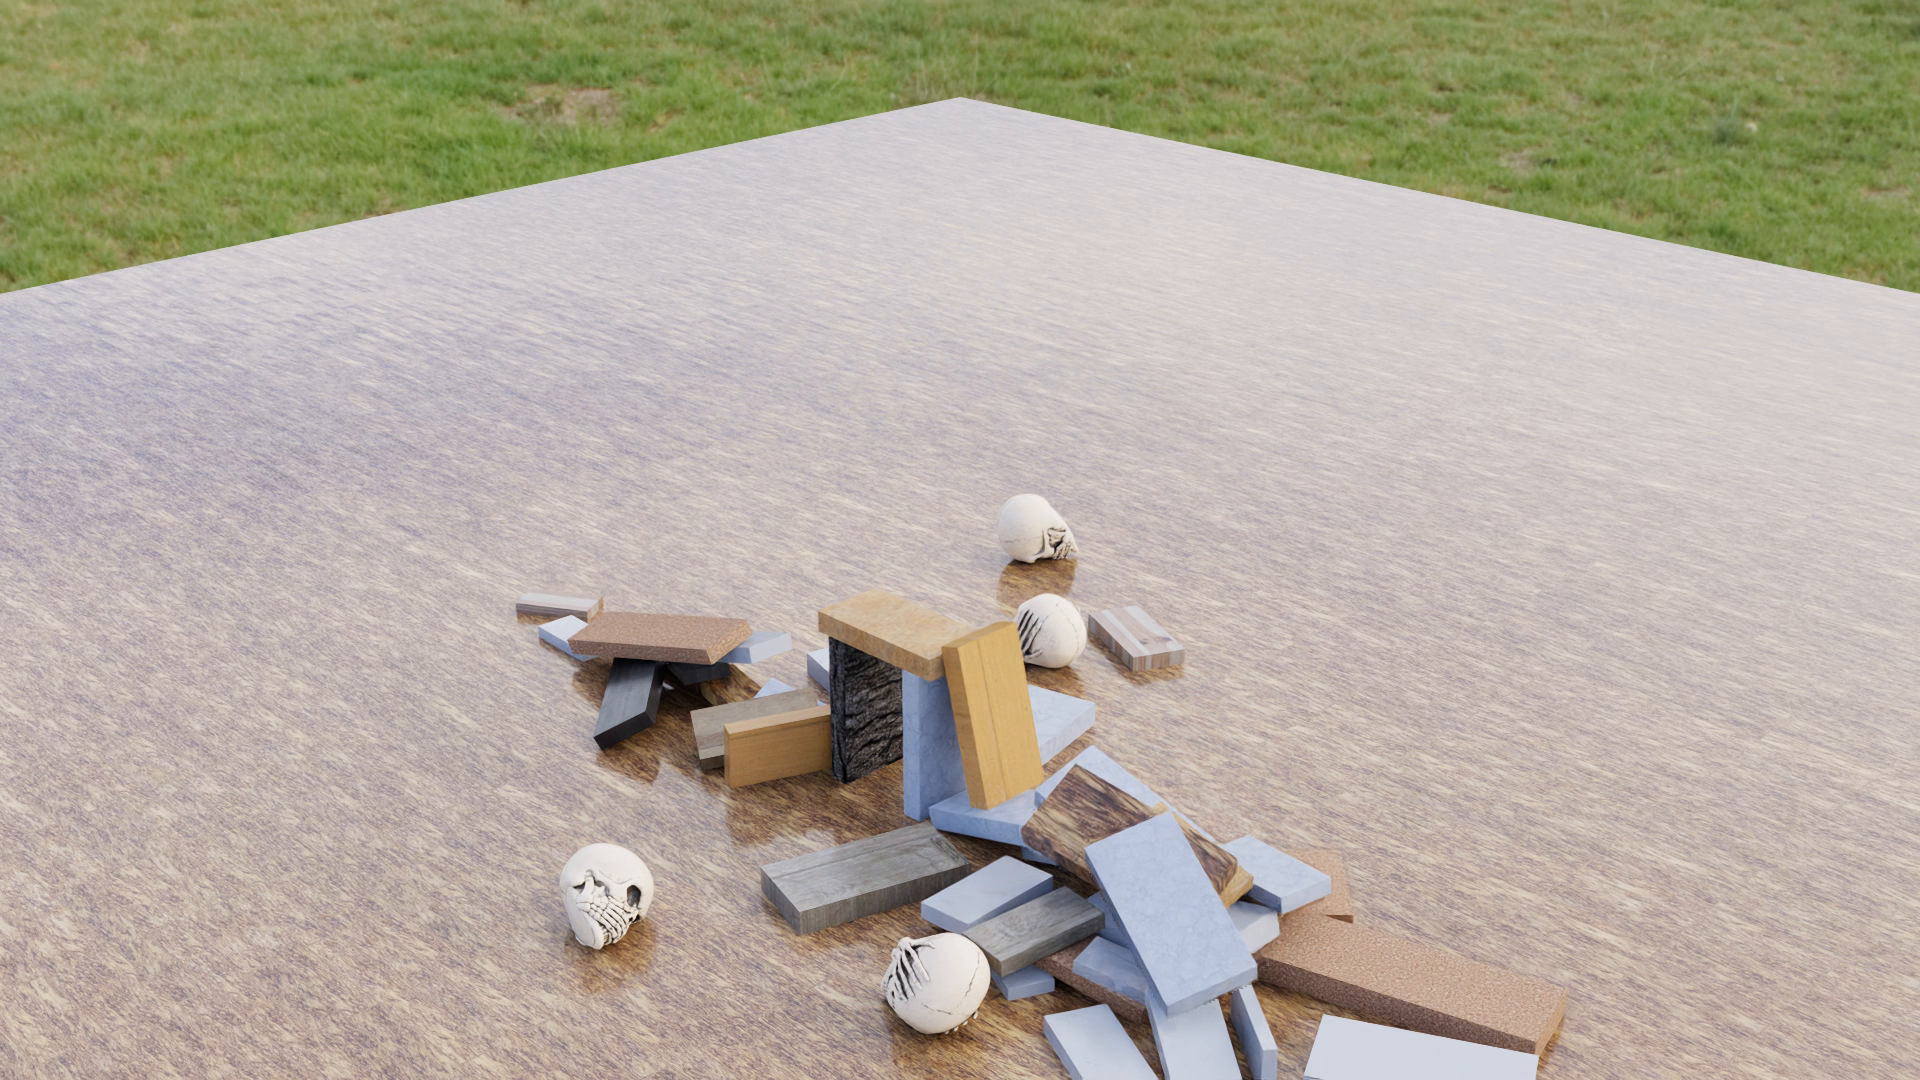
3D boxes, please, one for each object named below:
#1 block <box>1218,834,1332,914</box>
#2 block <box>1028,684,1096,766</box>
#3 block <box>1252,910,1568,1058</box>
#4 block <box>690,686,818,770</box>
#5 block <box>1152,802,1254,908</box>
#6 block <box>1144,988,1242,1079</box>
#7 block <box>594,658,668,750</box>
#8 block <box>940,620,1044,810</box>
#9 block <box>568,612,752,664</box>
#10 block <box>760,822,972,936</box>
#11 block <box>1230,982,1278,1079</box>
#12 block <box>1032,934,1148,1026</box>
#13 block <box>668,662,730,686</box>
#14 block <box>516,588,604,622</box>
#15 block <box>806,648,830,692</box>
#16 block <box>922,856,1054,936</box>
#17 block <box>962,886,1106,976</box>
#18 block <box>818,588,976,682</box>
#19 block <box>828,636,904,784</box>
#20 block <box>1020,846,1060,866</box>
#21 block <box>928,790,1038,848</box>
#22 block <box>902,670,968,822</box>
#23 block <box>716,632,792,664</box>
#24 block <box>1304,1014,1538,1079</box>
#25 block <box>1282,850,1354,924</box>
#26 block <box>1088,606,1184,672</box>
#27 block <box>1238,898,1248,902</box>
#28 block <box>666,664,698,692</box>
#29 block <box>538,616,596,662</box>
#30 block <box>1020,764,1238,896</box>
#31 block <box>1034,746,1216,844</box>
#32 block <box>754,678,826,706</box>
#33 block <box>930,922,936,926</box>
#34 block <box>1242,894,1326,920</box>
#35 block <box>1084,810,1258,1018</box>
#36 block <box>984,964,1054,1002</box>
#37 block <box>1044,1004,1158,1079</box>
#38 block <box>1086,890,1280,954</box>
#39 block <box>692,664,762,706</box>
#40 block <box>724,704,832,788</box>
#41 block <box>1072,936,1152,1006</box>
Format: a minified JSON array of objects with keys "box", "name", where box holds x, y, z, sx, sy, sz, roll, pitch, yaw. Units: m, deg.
[{"box":[0.552,0.604,3.983,0.115,0.033,0.229,-17,21,-29],"name":"block"},{"box":[0.123,0.419,4.708,0.179,0.051,0.358,14,27,30],"name":"block"},{"box":[0.745,0.769,3.885,0.606,0.051,0.179,13,26,28],"name":"block"},{"box":[-0.428,0.399,4.670,0.268,0.038,0.134,-11,47,-8],"name":"block"},{"box":[0.402,0.577,3.946,0.115,0.033,0.229,-33,54,-28],"name":"block"},{"box":[0.390,0.841,3.666,0.117,0.033,0.233,-3,37,-7],"name":"block"},{"box":[-0.722,0.330,4.864,0.130,0.037,0.394,-27,21,9],"name":"block"},{"box":[0.066,0.346,4.350,0.047,0.335,0.167,2,17,45],"name":"block"},{"box":[-0.681,0.218,4.955,0.485,0.038,0.134,1,29,42],"name":"block"},{"box":[-0.179,0.641,4.186,0.358,0.051,0.179,-12,26,-26],"name":"block"},{"box":[0.493,0.828,3.696,0.025,0.088,0.218,-3,23,-6],"name":"block"},{"box":[0.256,0.762,3.883,0.233,0.033,0.117,25,32,31],"name":"block"},{"box":[-0.585,0.281,4.918,0.103,0.029,0.207,-11,10,-16],"name":"block"},{"box":[-0.975,0.157,5.357,0.187,0.027,0.094,6,24,14],"name":"block"},{"box":[-0.164,0.340,4.895,0.179,0.051,0.445,-12,26,-26],"name":"block"},{"box":[0.051,0.654,4.034,0.116,0.033,0.232,18,28,40],"name":"block"},{"box":[0.132,0.695,3.916,0.232,0.033,0.116,-19,28,-31],"name":"block"},{"box":[-0.117,0.187,4.429,0.325,0.046,0.162,21,31,40],"name":"block"},{"box":[-0.193,0.329,4.569,0.046,0.325,0.162,21,31,41],"name":"block"},{"box":[0.266,0.579,4.202,0.155,0.044,0.310,-19,10,-32],"name":"block"},{"box":[0.100,0.540,4.331,0.155,0.044,0.310,-21,16,-40],"name":"block"},{"box":[-0.040,0.389,4.429,0.046,0.325,0.162,21,31,41],"name":"block"},{"box":[-0.513,0.238,4.913,0.259,0.037,0.130,0,13,41],"name":"block"},{"box":[0.757,0.884,3.612,0.357,0.051,0.179,8,24,17],"name":"block"},{"box":[0.674,0.660,4.163,0.115,0.033,0.230,1,23,3],"name":"block"},{"box":[0.413,0.230,5.173,0.130,0.037,0.259,-8,24,-19],"name":"block"},{"box":[0.532,0.639,4.086,0.109,0.031,0.218,-22,25,-38],"name":"block"},{"box":[-0.638,0.281,5.064,0.094,0.027,0.424,-19,29,-37],"name":"block"},{"box":[-0.902,0.231,5.183,0.094,0.027,0.187,-20,30,-38],"name":"block"},{"box":[0.300,0.553,3.919,0.352,0.047,0.167,29,62,27],"name":"block"},{"box":[0.302,0.520,4.057,0.155,0.044,0.310,-35,55,-29],"name":"block"},{"box":[-0.351,0.380,4.732,0.207,0.029,0.104,24,52,23],"name":"block"},{"box":[0.067,0.697,4.011,0.233,0.033,0.117,17,27,38],"name":"block"},{"box":[0.556,0.623,4.033,0.109,0.031,0.218,-16,22,-28],"name":"block"},{"box":[0.360,0.639,3.782,0.167,0.047,0.335,-22,52,-8],"name":"block"},{"box":[0.095,0.759,3.940,0.088,0.025,0.176,-8,24,-19],"name":"block"},{"box":[0.257,0.890,3.621,0.116,0.033,0.370,-8,24,-17],"name":"block"},{"box":[0.376,0.693,3.960,0.357,0.051,0.179,4,19,44],"name":"block"},{"box":[-0.502,0.337,4.861,0.104,0.029,0.207,-14,27,-29],"name":"block"},{"box":[-0.357,0.426,4.581,0.268,0.134,0.038,-9,30,-21],"name":"block"},{"box":[0.295,0.757,3.838,0.176,0.025,0.088,21,31,25],"name":"block"}]
